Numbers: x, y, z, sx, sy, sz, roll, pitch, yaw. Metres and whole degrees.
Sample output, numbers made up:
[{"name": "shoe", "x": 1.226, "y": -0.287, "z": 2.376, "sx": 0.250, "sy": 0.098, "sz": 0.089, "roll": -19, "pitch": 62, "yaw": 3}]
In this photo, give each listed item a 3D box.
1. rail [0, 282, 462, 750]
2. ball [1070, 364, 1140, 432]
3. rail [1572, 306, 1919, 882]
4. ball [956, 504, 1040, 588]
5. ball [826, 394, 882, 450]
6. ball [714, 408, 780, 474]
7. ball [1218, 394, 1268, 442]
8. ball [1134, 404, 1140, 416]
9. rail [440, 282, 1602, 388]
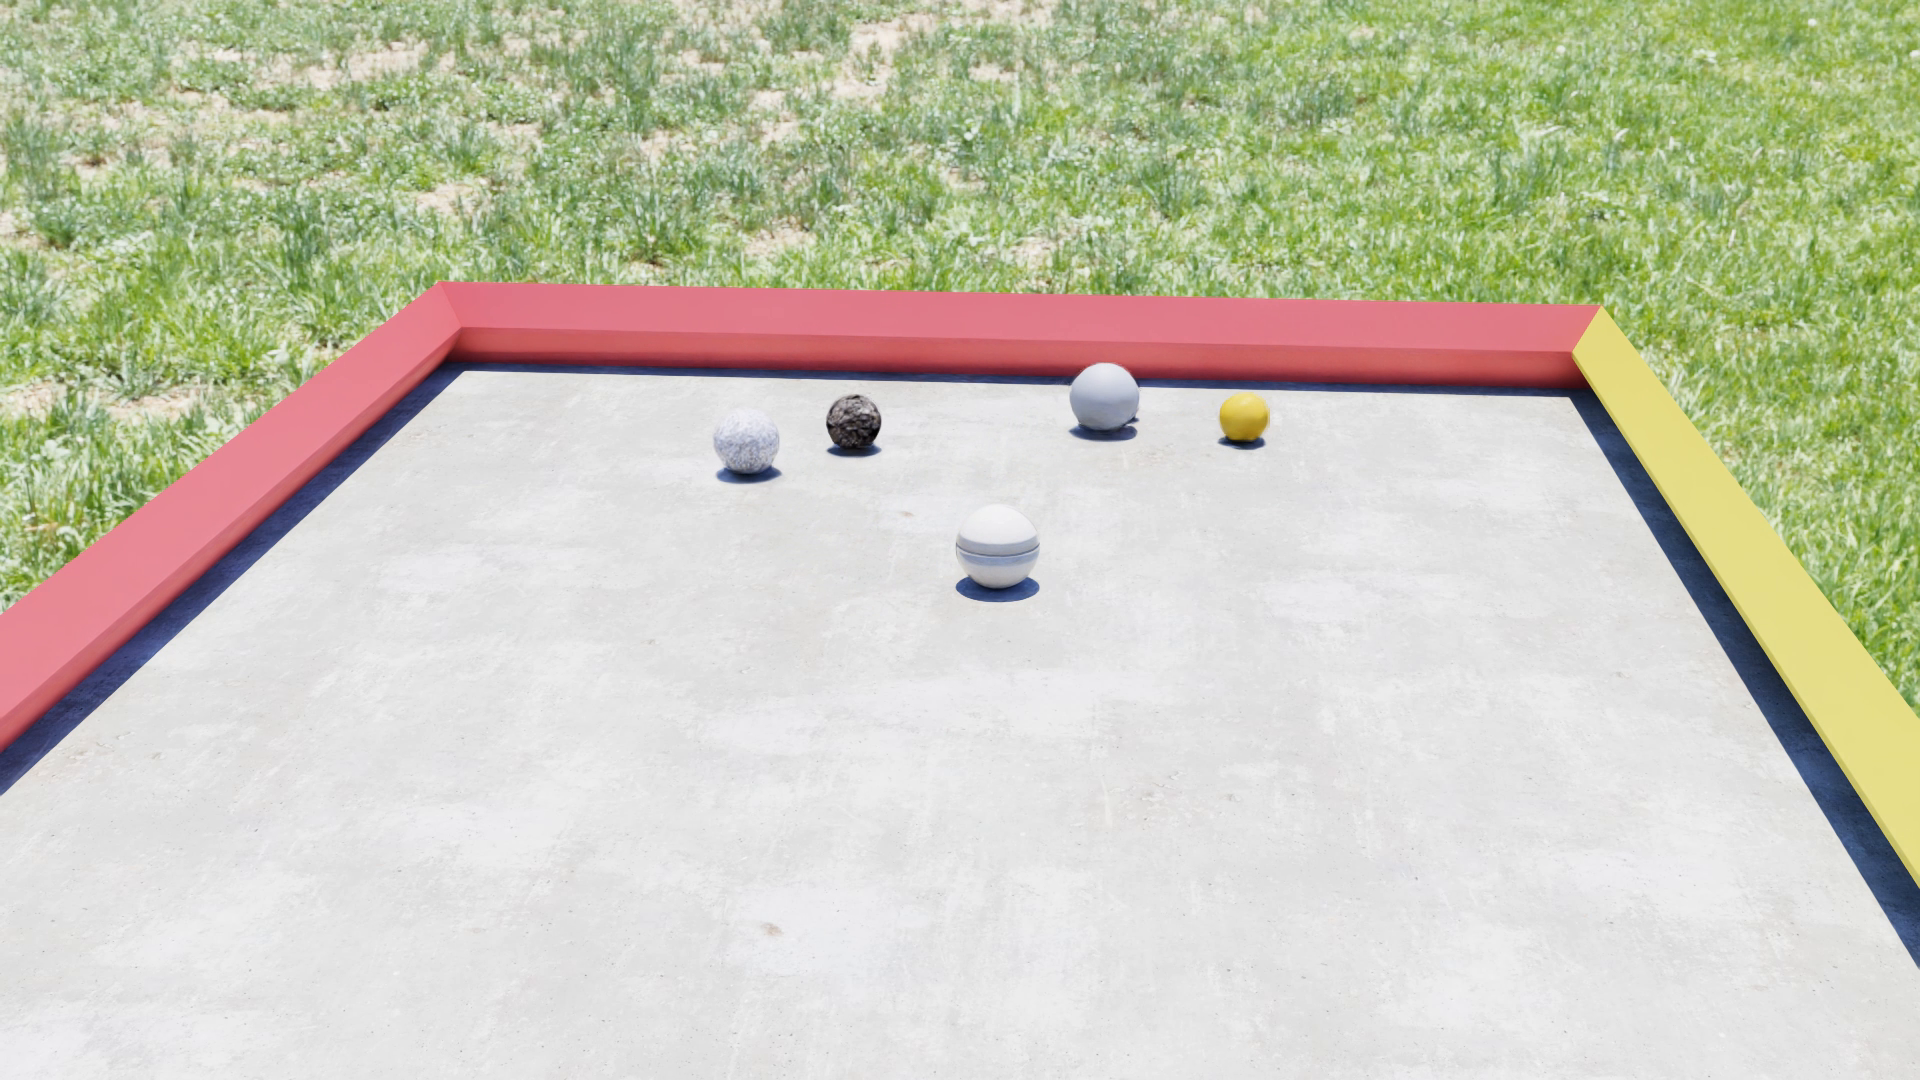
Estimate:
[{"name": "rail", "x": -0.903, "y": 0.236, "z": 1.785, "sx": 0.045, "sy": 0.123, "sz": 3.298, "roll": 2, "pitch": 20, "yaw": 5}, {"name": "ball", "x": 0.197, "y": -0.194, "z": 2.999, "sx": 0.095, "sy": 0.095, "sz": 0.095, "roll": 0, "pitch": 20, "yaw": 0}, {"name": "rail", "x": 0.762, "y": 0.286, "z": 1.650, "sx": 0.045, "sy": 0.123, "sz": 3.298, "roll": 2, "pitch": 20, "yaw": 5}, {"name": "ball", "x": 0.042, "y": 0.007, "z": 2.453, "sx": 0.095, "sy": 0.095, "sz": 0.095, "roll": 0, "pitch": 20, "yaw": 0}, {"name": "ball", "x": -0.142, "y": -0.156, "z": 2.927, "sx": 0.074, "sy": 0.074, "sz": 0.074, "roll": 0, "pitch": 20, "yaw": 0}, {"name": "ball", "x": -0.274, "y": -0.127, "z": 2.830, "sx": 0.086, "sy": 0.086, "sz": 0.086, "roll": 0, "pitch": 20, "yaw": 0}, {"name": "ball", "x": 0.381, "y": -0.164, "z": 2.960, "sx": 0.067, "sy": 0.067, "sz": 0.067, "roll": 0, "pitch": 20, "yaw": 0}, {"name": "ball", "x": 0.230, "y": -0.188, "z": 3.061, "sx": 0.040, "sy": 0.040, "sz": 0.040, "roll": 0, "pitch": 20, "yaw": 0}, {"name": "rail", "x": 0.069, "y": -0.297, "z": 3.237, "sx": 1.718, "sy": 0.123, "sz": 0.045, "roll": 2, "pitch": 20, "yaw": 5}]
